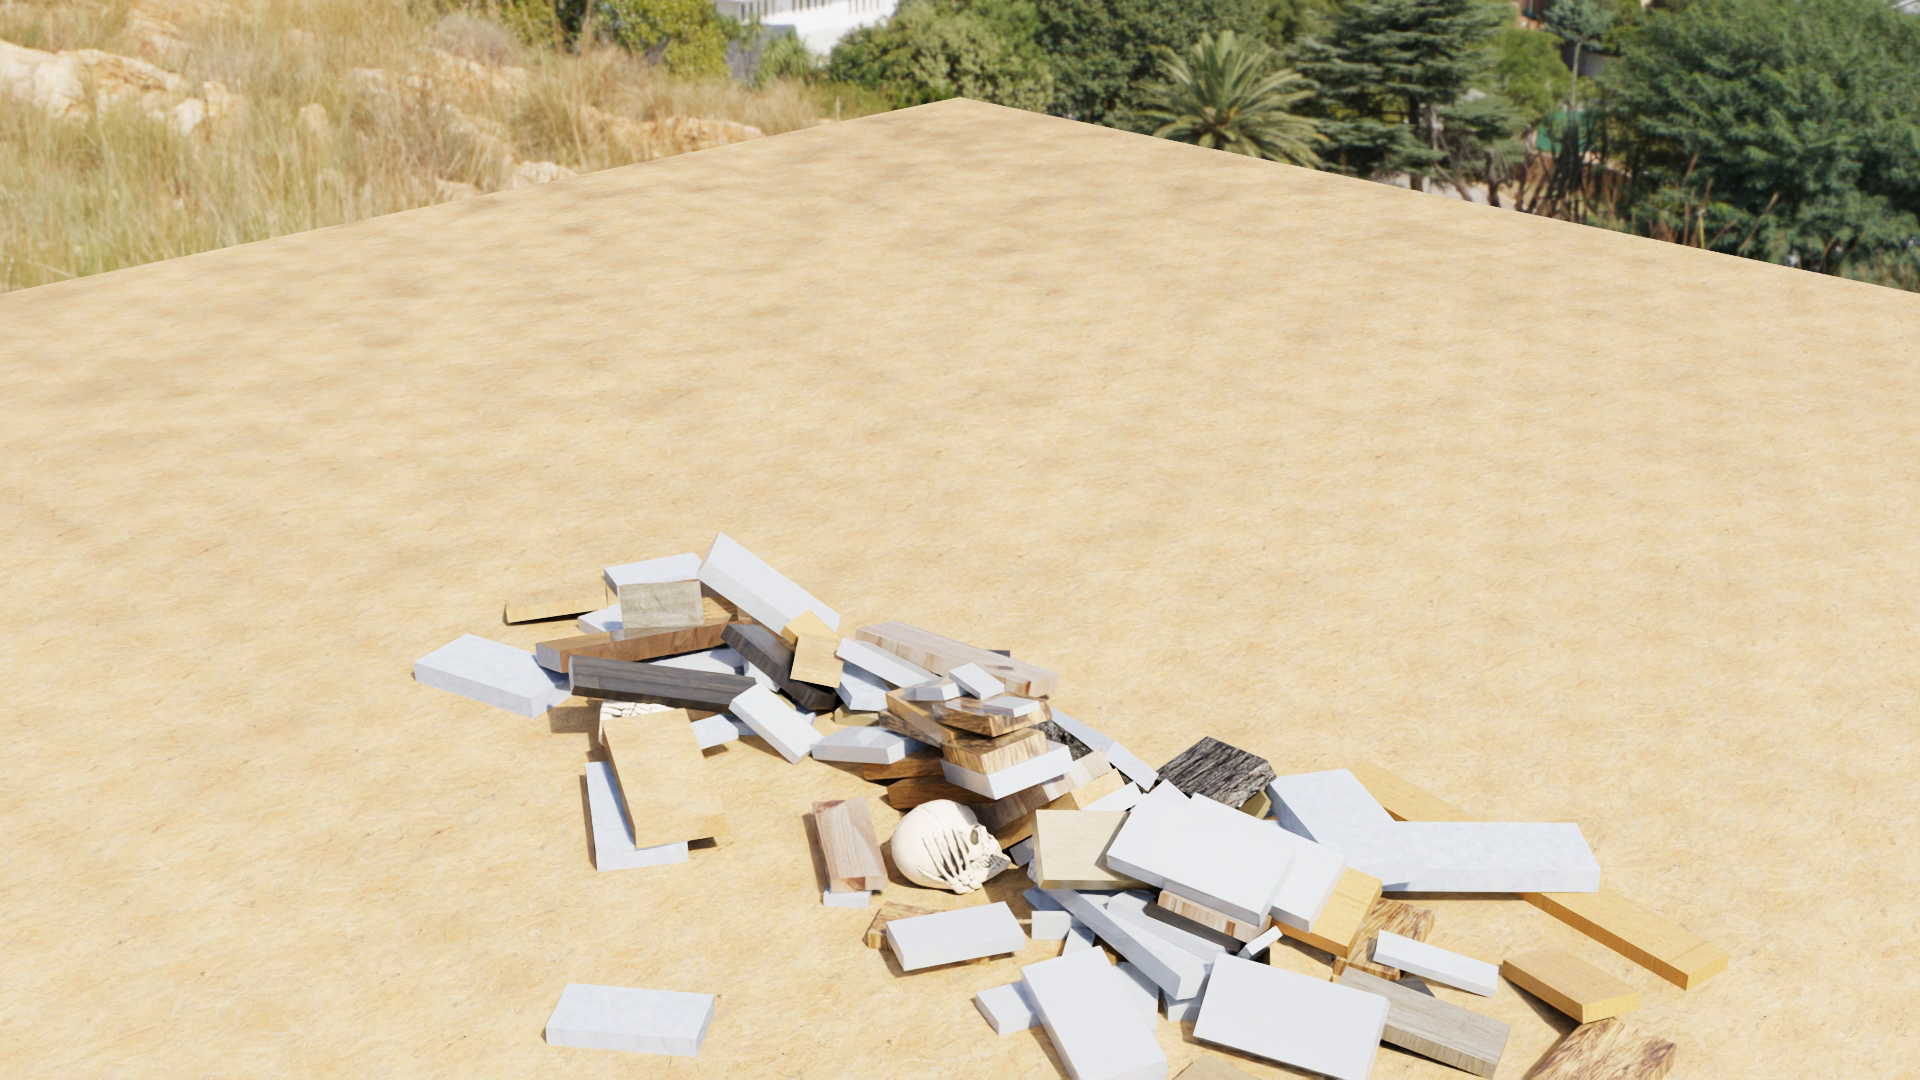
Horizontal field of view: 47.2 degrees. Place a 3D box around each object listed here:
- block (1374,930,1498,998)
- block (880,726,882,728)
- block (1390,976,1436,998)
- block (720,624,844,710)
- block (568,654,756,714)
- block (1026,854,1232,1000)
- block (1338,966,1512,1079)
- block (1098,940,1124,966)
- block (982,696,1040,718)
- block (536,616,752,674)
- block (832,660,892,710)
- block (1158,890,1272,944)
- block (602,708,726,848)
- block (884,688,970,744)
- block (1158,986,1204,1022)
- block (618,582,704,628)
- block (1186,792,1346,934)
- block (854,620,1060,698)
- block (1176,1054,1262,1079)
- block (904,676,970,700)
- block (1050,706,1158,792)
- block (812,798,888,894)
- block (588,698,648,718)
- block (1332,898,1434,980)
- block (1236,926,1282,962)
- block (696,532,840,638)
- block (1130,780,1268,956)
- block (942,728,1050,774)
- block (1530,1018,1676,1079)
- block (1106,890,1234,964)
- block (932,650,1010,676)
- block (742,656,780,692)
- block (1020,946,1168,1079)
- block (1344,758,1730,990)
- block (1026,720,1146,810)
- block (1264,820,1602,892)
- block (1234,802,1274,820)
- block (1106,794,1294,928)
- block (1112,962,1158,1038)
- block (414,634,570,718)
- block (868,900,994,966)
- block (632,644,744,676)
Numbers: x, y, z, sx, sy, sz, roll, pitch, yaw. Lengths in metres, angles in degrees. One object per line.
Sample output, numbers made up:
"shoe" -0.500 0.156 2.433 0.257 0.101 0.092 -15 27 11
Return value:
"block" 0.845 0.752 3.905 0.217 0.020 0.070 16 28 9
"block" -0.156 0.418 4.755 0.113 0.016 0.057 -20 30 -39
"block" 0.741 0.806 3.832 0.166 0.024 0.083 -6 24 -14
"block" -0.391 0.281 4.875 0.283 0.037 0.130 36 13 25
"block" -0.631 0.312 4.700 0.407 0.027 0.097 9 37 -21
"block" 0.314 0.687 3.975 0.151 0.043 0.469 0 19 -34
"block" 0.778 0.819 3.738 0.293 0.033 0.117 18 29 20
"block" 0.273 0.739 3.951 0.052 0.015 0.144 7 10 29
"block" 0.096 0.315 4.164 0.057 0.016 0.113 -15 9 -29
"block" -0.714 0.230 4.988 0.456 0.050 0.176 -9 7 -27
"block" -0.227 0.318 4.864 0.107 0.030 0.213 5 19 -26
"block" 0.449 0.653 3.876 0.179 0.025 0.090 20 18 27
"block" -0.599 0.473 4.419 0.176 0.050 0.406 -7 28 -16
"block" -0.025 0.352 4.480 0.130 0.037 0.359 -14 14 -21
"block" 0.452 0.797 3.847 0.194 0.028 0.097 -2 23 -4
"block" -0.682 0.148 5.020 0.198 0.099 0.028 -3 7 23
"block" 0.520 0.575 3.934 0.302 0.043 0.151 21 55 26
"block" -0.011 0.270 4.959 0.466 0.041 0.146 16 15 33
"block" 0.460 0.915 3.564 0.226 0.032 0.113 17 28 34
"block" -0.031 0.301 4.471 0.097 0.027 0.194 -15 2 -25
"block" 0.270 0.423 4.556 0.146 0.041 0.292 39 -9 -34
"block" -0.216 0.590 4.269 0.107 0.030 0.305 -4 22 -10
"block" -0.737 0.348 4.910 0.169 0.024 0.085 -18 29 -36
"block" 0.770 0.730 3.997 0.117 0.033 0.234 12 26 26
"block" 0.515 0.726 3.876 0.070 0.140 0.020 -28 71 -23
"block" -0.444 0.132 5.130 0.351 0.050 0.175 36 21 -11
"block" 0.439 0.610 4.053 0.174 0.049 0.348 -40 53 -15
"block" 0.064 0.393 4.177 0.131 0.037 0.261 -19 5 -16
"block" 1.029 0.896 3.595 0.149 0.042 0.351 17 29 35
"block" 0.381 0.683 3.910 0.228 0.025 0.090 22 19 33
"block" -0.022 0.284 5.054 0.274 0.028 0.099 1 23 3
"block" -0.441 0.283 4.888 0.080 0.023 0.159 27 12 -15
"block" 0.224 0.815 3.723 0.148 0.042 0.296 -12 33 -14
"block" 1.065 0.627 4.241 0.117 0.033 0.896 -16 28 -33
"block" 0.263 0.450 4.392 0.042 0.298 0.149 -53 39 -4
"block" 0.830 0.600 4.182 0.727 0.049 0.174 1 23 -1
"block" 0.622 0.539 4.470 0.116 0.016 0.058 -16 28 -32
"block" 0.427 0.565 3.899 0.296 0.042 0.148 19 52 24
"block" 0.296 0.803 3.833 0.097 0.028 0.194 3 23 6
"block" -1.043 0.305 4.978 0.351 0.050 0.175 13 26 29
"block" -0.043 0.719 4.025 0.226 0.032 0.113 6 24 14
"block" -0.604 0.291 4.941 0.261 0.037 0.130 -10 25 -23
